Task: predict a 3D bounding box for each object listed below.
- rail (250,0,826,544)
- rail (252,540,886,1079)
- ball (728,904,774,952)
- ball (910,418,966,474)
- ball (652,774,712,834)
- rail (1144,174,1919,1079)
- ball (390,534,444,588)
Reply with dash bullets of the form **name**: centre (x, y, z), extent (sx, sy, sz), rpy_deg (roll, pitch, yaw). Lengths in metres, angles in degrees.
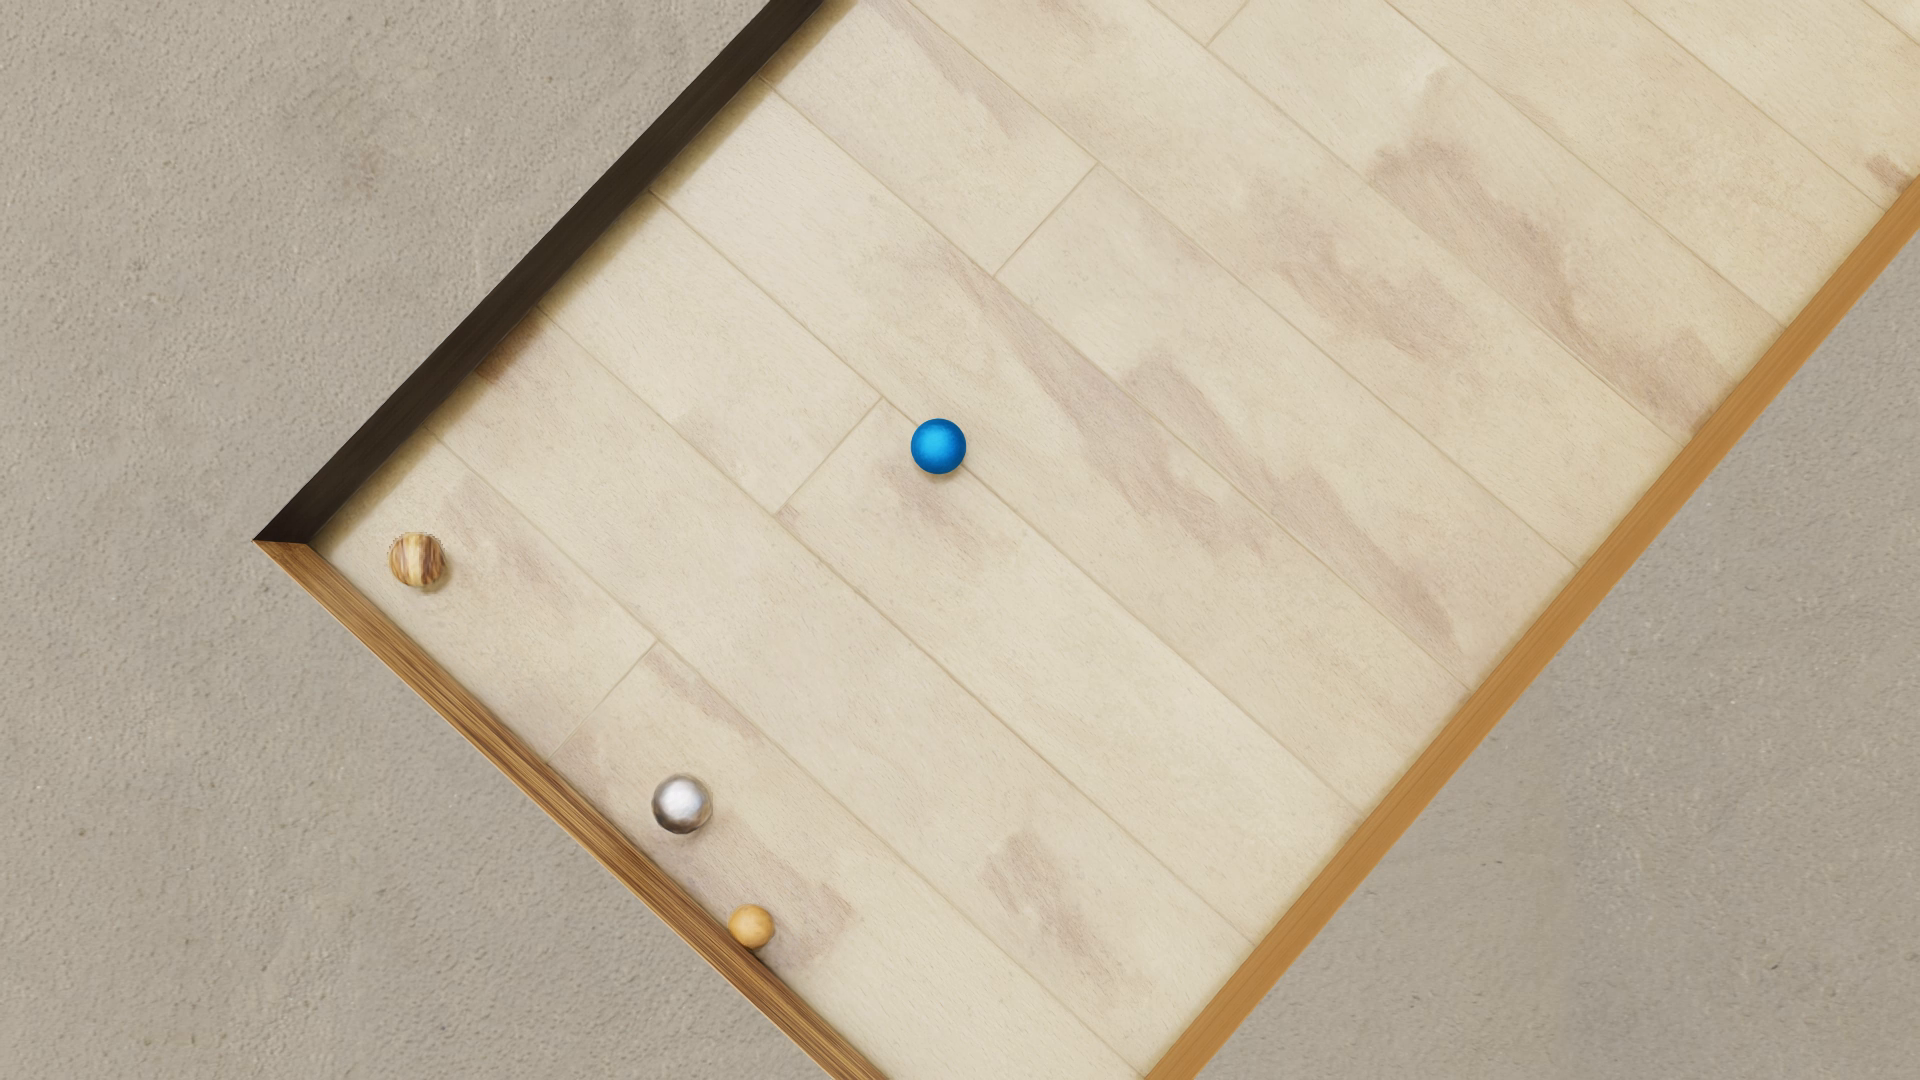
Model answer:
- **rail**: centre (-0.085, -1.001, 3.424), extent (0.045, 0.114, 2.791), rpy_deg (41, 83, 6)
- **rail**: centre (-0.449, 0.493, 3.173), extent (1.523, 0.114, 0.045), rpy_deg (41, 83, 6)
- **ball**: centre (-0.303, 0.562, 3.187), extent (0.066, 0.066, 0.066), rpy_deg (0, 80, 0)
- **ball**: centre (-0.032, -0.140, 3.296), extent (0.084, 0.084, 0.084), rpy_deg (0, 80, 0)
- **ball**: centre (-0.406, 0.384, 3.205), extent (0.088, 0.088, 0.088), rpy_deg (0, 80, 0)
- **rail**: centre (1.015, -0.032, 3.261), extent (0.045, 0.114, 2.791), rpy_deg (41, 83, 6)
- **ball**: centre (-0.807, 0.030, 3.269), extent (0.080, 0.080, 0.080), rpy_deg (0, 80, 0)
